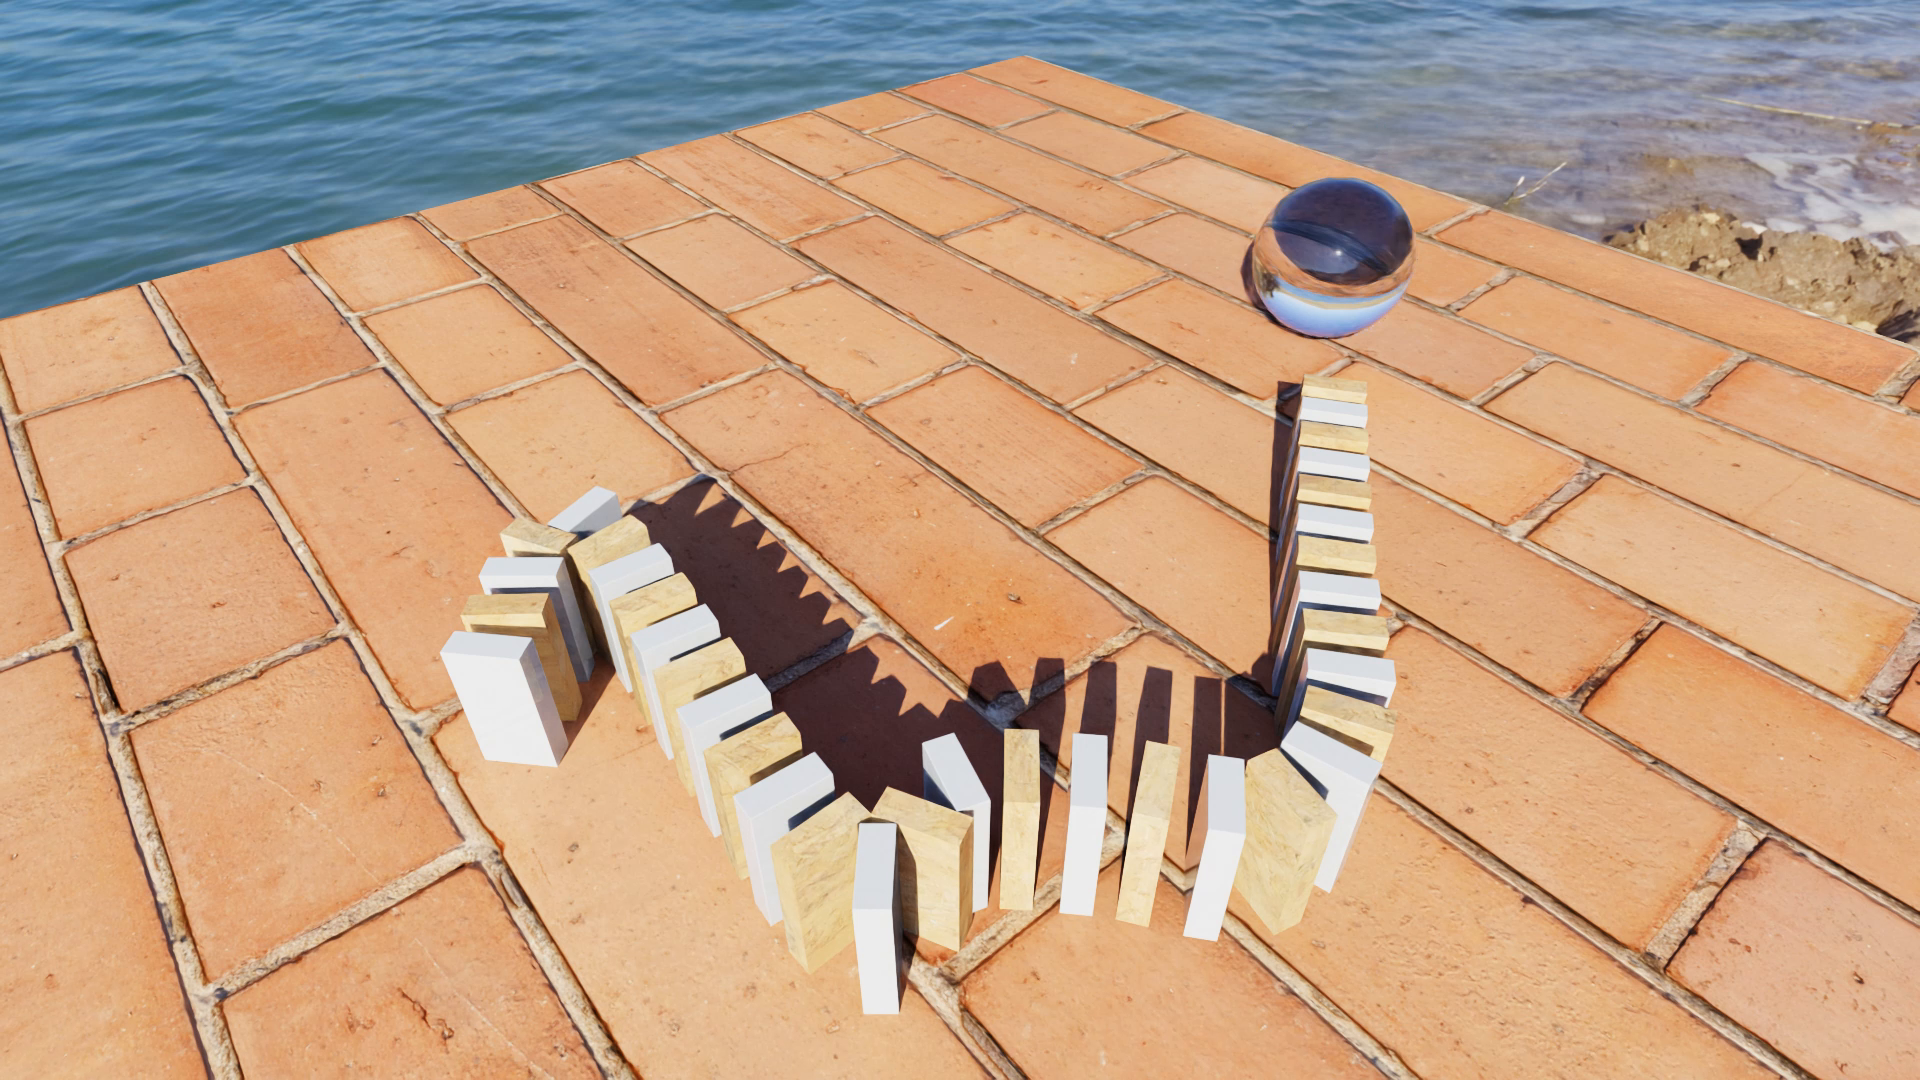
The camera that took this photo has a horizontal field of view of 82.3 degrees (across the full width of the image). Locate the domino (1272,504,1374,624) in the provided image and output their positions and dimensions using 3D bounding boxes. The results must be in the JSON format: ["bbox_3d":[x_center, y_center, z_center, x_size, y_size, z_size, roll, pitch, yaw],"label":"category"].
[{"bbox_3d":[0.131,0.011,0.398,0.025,0.050,0.010,9,40,11],"label":"domino"}]

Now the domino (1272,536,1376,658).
[{"bbox_3d":[0.126,0.022,0.384,0.025,0.050,0.009,8,40,10],"label":"domino"}]

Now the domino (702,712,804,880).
[{"bbox_3d":[-0.058,0.075,0.320,0.025,0.050,0.009,-24,45,-26],"label":"domino"}]

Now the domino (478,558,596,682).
[{"bbox_3d":[-0.144,0.028,0.377,0.025,0.050,0.010,0,39,0],"label":"domino"}]

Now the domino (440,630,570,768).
[{"bbox_3d":[-0.143,0.051,0.349,0.025,0.050,0.009,5,40,6],"label":"domino"}]

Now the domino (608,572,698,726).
[{"bbox_3d":[-0.098,0.037,0.367,0.025,0.050,0.009,-23,45,-26],"label":"domino"}]

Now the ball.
[{"bbox_3d":[0.191,-0.145,0.564,0.080,0.080,0.080,0,39,0],"label":"ball"}]

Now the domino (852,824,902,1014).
[{"bbox_3d":[-0.021,0.100,0.289,0.010,0.050,0.025,0,39,0],"label":"domino"}]

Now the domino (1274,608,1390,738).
[{"bbox_3d":[0.119,0.045,0.356,0.025,0.050,0.010,6,40,7],"label":"domino"}]

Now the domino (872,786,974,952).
[{"bbox_3d":[-0.010,0.091,0.301,0.025,0.050,0.010,15,42,18],"label":"domino"}]

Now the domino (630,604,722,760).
[{"bbox_3d":[-0.088,0.046,0.355,0.025,0.050,0.009,-23,45,-26],"label":"domino"}]

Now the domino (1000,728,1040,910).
[{"bbox_3d":[0.017,0.080,0.314,0.009,0.050,0.025,1,39,2],"label":"domino"}]

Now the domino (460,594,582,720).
[{"bbox_3d":[-0.144,0.040,0.363,0.025,0.050,0.009,-1,39,-2],"label":"domino"}]

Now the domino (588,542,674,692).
[{"bbox_3d":[-0.109,0.027,0.378,0.025,0.050,0.009,-24,45,-27],"label":"domino"}]

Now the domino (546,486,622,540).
[{"bbox_3d":[-0.133,0.008,0.402,0.009,0.050,0.025,19,43,21],"label":"domino"}]

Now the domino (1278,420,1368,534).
[{"bbox_3d":[0.144,-0.022,0.439,0.025,0.050,0.009,10,40,12],"label":"domino"}]

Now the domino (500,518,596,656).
[{"bbox_3d":[-0.144,0.017,0.390,0.025,0.050,0.010,15,42,17],"label":"domino"}]

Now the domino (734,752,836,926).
[{"bbox_3d":[-0.047,0.084,0.308,0.025,0.050,0.009,-25,46,-27],"label":"domino"}]

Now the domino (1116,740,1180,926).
[{"bbox_3d":[0.053,0.083,0.310,0.010,0.050,0.025,10,40,12],"label":"domino"}]

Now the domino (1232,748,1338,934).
[{"bbox_3d":[0.088,0.085,0.308,0.009,0.050,0.025,-17,42,-20],"label":"domino"}]

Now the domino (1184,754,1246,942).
[{"bbox_3d":[0.070,0.086,0.306,0.009,0.050,0.025,7,40,8],"label":"domino"}]

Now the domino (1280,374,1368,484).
[{"bbox_3d":[0.154,-0.045,0.466,0.025,0.050,0.010,10,40,12],"label":"domino"}]

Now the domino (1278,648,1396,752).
[{"bbox_3d":[0.116,0.056,0.343,0.025,0.050,0.009,8,40,9],"label":"domino"}]

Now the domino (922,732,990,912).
[{"bbox_3d":[-0.001,0.081,0.312,0.009,0.050,0.025,-15,42,-17],"label":"domino"}]

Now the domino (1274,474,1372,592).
[{"bbox_3d":[0.135,0.000,0.412,0.025,0.050,0.009,9,40,11],"label":"domino"}]

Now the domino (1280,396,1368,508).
[{"bbox_3d":[0.149,-0.034,0.452,0.025,0.050,0.010,10,40,12],"label":"domino"}]

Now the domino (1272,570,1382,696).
[{"bbox_3d":[0.122,0.034,0.370,0.025,0.050,0.009,7,40,8],"label":"domino"}]

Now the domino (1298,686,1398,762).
[{"bbox_3d":[0.111,0.068,0.329,0.025,0.050,0.010,16,42,18],"label":"domino"}]

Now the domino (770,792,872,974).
[{"bbox_3d":[-0.036,0.093,0.297,0.025,0.050,0.009,-30,48,-31],"label":"domino"}]

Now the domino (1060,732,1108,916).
[{"bbox_3d":[0.035,0.081,0.312,0.009,0.050,0.025,4,39,5],"label":"domino"}]

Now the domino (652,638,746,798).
[{"bbox_3d":[-0.078,0.056,0.343,0.025,0.050,0.009,-23,45,-25],"label":"domino"}]

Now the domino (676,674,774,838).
[{"bbox_3d":[-0.068,0.066,0.332,0.025,0.050,0.009,-23,45,-26],"label":"domino"}]

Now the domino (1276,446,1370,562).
[{"bbox_3d":[0.139,-0.011,0.425,0.025,0.050,0.009,9,40,11],"label":"domino"}]

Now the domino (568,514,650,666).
[{"bbox_3d":[-0.120,0.018,0.389,0.010,0.050,0.025,30,48,31],"label":"domino"}]

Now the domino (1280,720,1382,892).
[{"bbox_3d":[0.102,0.077,0.317,0.025,0.050,0.009,26,46,28],"label":"domino"}]
